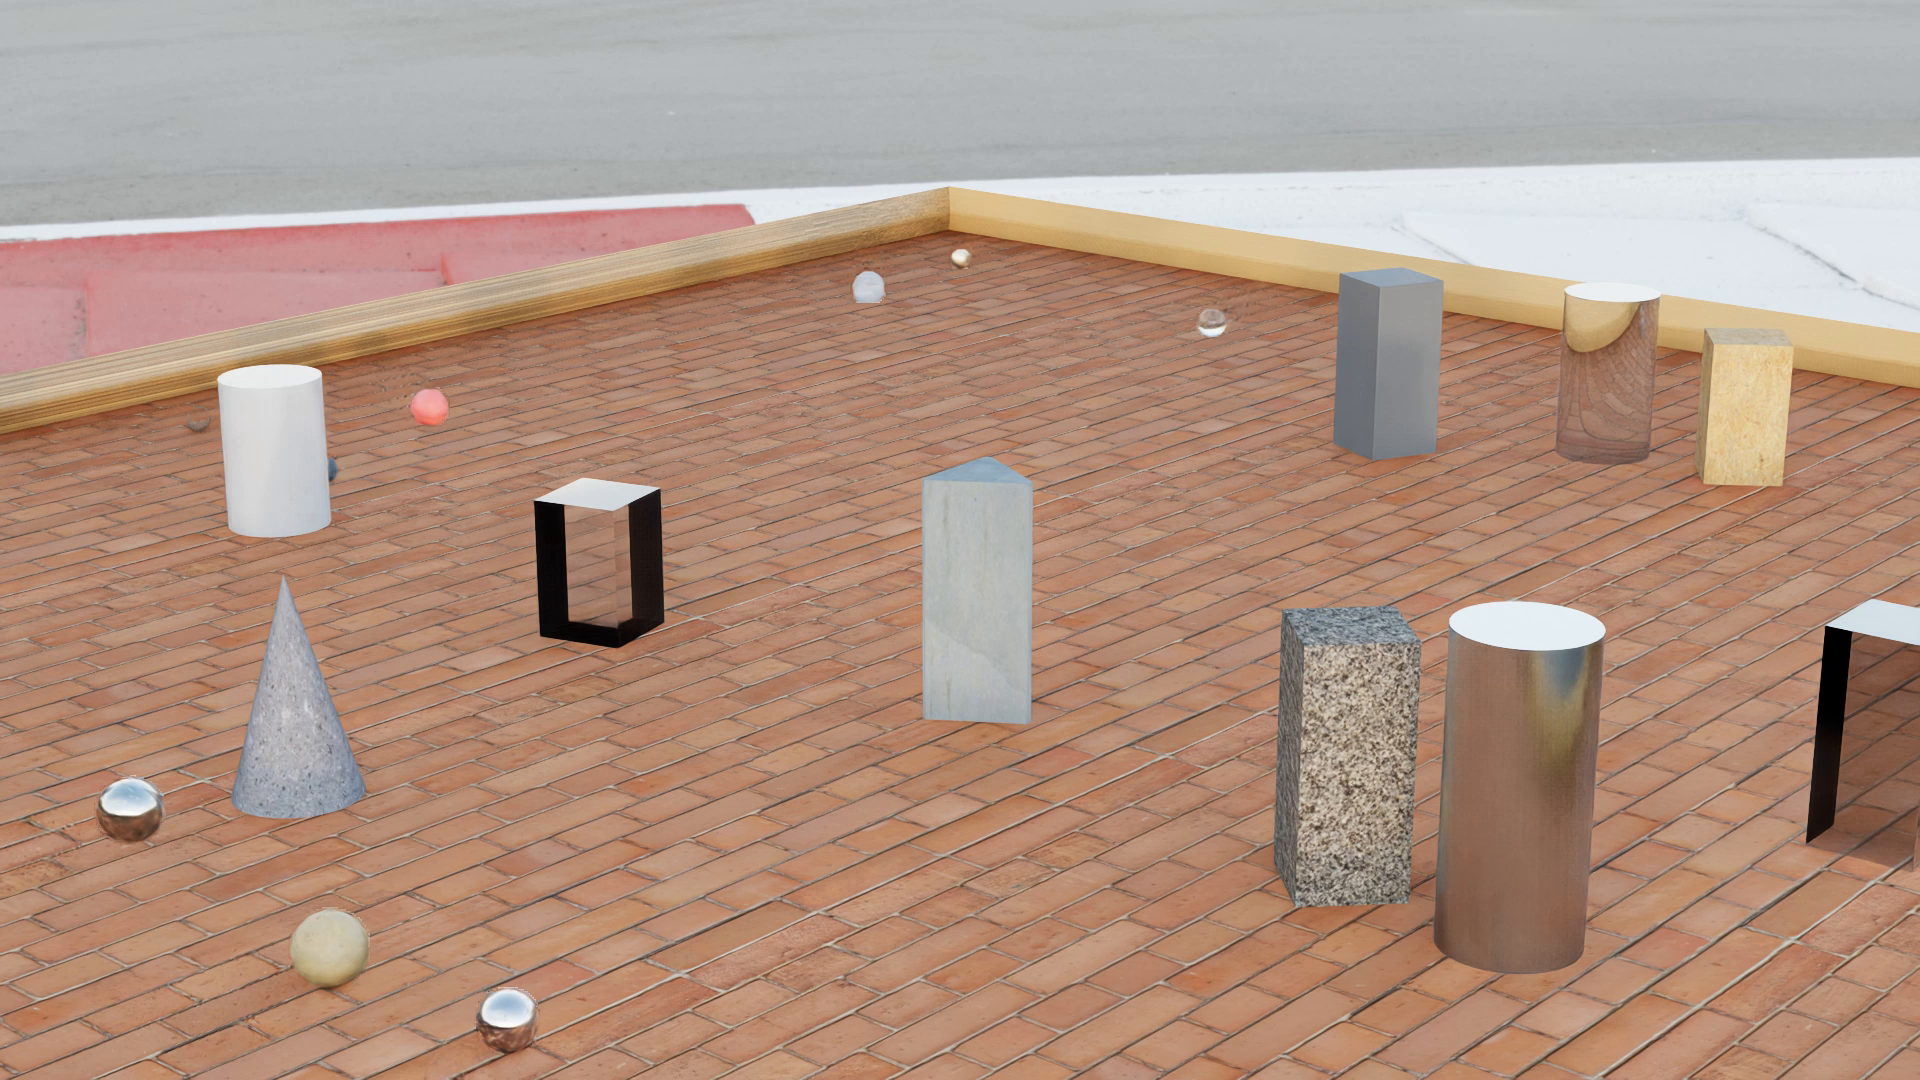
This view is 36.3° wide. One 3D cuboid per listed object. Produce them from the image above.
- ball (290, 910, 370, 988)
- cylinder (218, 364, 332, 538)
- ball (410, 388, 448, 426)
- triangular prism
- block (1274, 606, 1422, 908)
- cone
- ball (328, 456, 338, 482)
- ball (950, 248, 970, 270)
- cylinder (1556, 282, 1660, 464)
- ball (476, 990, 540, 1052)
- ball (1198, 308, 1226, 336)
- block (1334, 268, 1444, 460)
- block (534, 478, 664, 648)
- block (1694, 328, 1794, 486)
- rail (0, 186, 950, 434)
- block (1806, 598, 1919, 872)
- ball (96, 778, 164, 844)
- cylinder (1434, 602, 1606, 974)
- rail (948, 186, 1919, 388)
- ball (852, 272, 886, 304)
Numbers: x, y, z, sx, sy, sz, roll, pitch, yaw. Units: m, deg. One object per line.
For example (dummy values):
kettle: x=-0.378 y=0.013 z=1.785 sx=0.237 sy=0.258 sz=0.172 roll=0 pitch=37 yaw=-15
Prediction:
ball: x=-0.776 y=0.503 z=3.610 sx=0.095 sy=0.095 sz=0.095 roll=0 pitch=17 yaw=0
cylinder: x=-1.286 y=-0.169 z=5.505 sx=0.190 sy=0.285 sz=0.190 roll=0 pitch=17 yaw=0
ball: x=-1.128 y=-0.282 z=6.238 sx=0.079 sy=0.079 sz=0.079 roll=0 pitch=17 yaw=0
triangular prism: x=0.035 y=0.075 z=4.530 sx=0.165 sy=0.383 sz=0.143 roll=2 pitch=17 yaw=7
block: x=0.509 y=0.285 z=3.871 sx=0.152 sy=0.362 sz=0.152 roll=-1 pitch=17 yaw=-5
cone: x=-0.954 y=0.207 z=4.182 sx=0.190 sy=0.332 sz=0.190 roll=0 pitch=17 yaw=0
ball: x=-1.260 y=-0.140 z=5.816 sx=0.051 sy=0.051 sz=0.051 roll=0 pitch=17 yaw=0
ball: x=0.002 y=-0.750 z=7.829 sx=0.054 sy=0.054 sz=0.054 roll=0 pitch=17 yaw=0
cylinder: x=1.321 y=-0.341 z=5.985 sx=0.190 sy=0.337 sz=0.190 roll=0 pitch=17 yaw=0
ball: x=-0.531 y=0.565 z=3.443 sx=0.074 sy=0.074 sz=0.074 roll=0 pitch=17 yaw=0
ball: x=0.605 y=-0.523 z=7.051 sx=0.069 sy=0.069 sz=0.069 roll=0 pitch=17 yaw=0
block: x=0.878 y=-0.363 z=6.020 sx=0.152 sy=0.360 sz=0.152 roll=-8 pitch=18 yaw=-24
block: x=-0.602 y=0.037 z=4.907 sx=0.152 sy=0.237 sz=0.152 roll=8 pitch=18 yaw=24
block: x=1.557 y=-0.266 z=5.830 sx=0.152 sy=0.283 sz=0.152 roll=2 pitch=17 yaw=7
rail: x=-1.675 y=-0.390 z=6.513 sx=0.045 sy=0.123 sz=5.066 roll=14 pitch=22 yaw=39
block: x=1.274 y=0.265 z=4.011 sx=0.152 sy=0.319 sz=0.152 roll=14 pitch=21 yaw=38
ball: x=-1.146 y=0.374 z=4.048 sx=0.089 sy=0.089 sz=0.089 roll=0 pitch=17 yaw=0
cylinder: x=0.700 y=0.309 z=3.679 sx=0.190 sy=0.426 sz=0.190 roll=0 pitch=17 yaw=0
rail: x=1.645 y=-0.517 z=6.934 sx=4.483 sy=0.123 sz=0.045 roll=14 pitch=22 yaw=39
ball: x=-0.230 y=-0.638 z=7.409 sx=0.082 sy=0.082 sz=0.082 roll=0 pitch=17 yaw=0
